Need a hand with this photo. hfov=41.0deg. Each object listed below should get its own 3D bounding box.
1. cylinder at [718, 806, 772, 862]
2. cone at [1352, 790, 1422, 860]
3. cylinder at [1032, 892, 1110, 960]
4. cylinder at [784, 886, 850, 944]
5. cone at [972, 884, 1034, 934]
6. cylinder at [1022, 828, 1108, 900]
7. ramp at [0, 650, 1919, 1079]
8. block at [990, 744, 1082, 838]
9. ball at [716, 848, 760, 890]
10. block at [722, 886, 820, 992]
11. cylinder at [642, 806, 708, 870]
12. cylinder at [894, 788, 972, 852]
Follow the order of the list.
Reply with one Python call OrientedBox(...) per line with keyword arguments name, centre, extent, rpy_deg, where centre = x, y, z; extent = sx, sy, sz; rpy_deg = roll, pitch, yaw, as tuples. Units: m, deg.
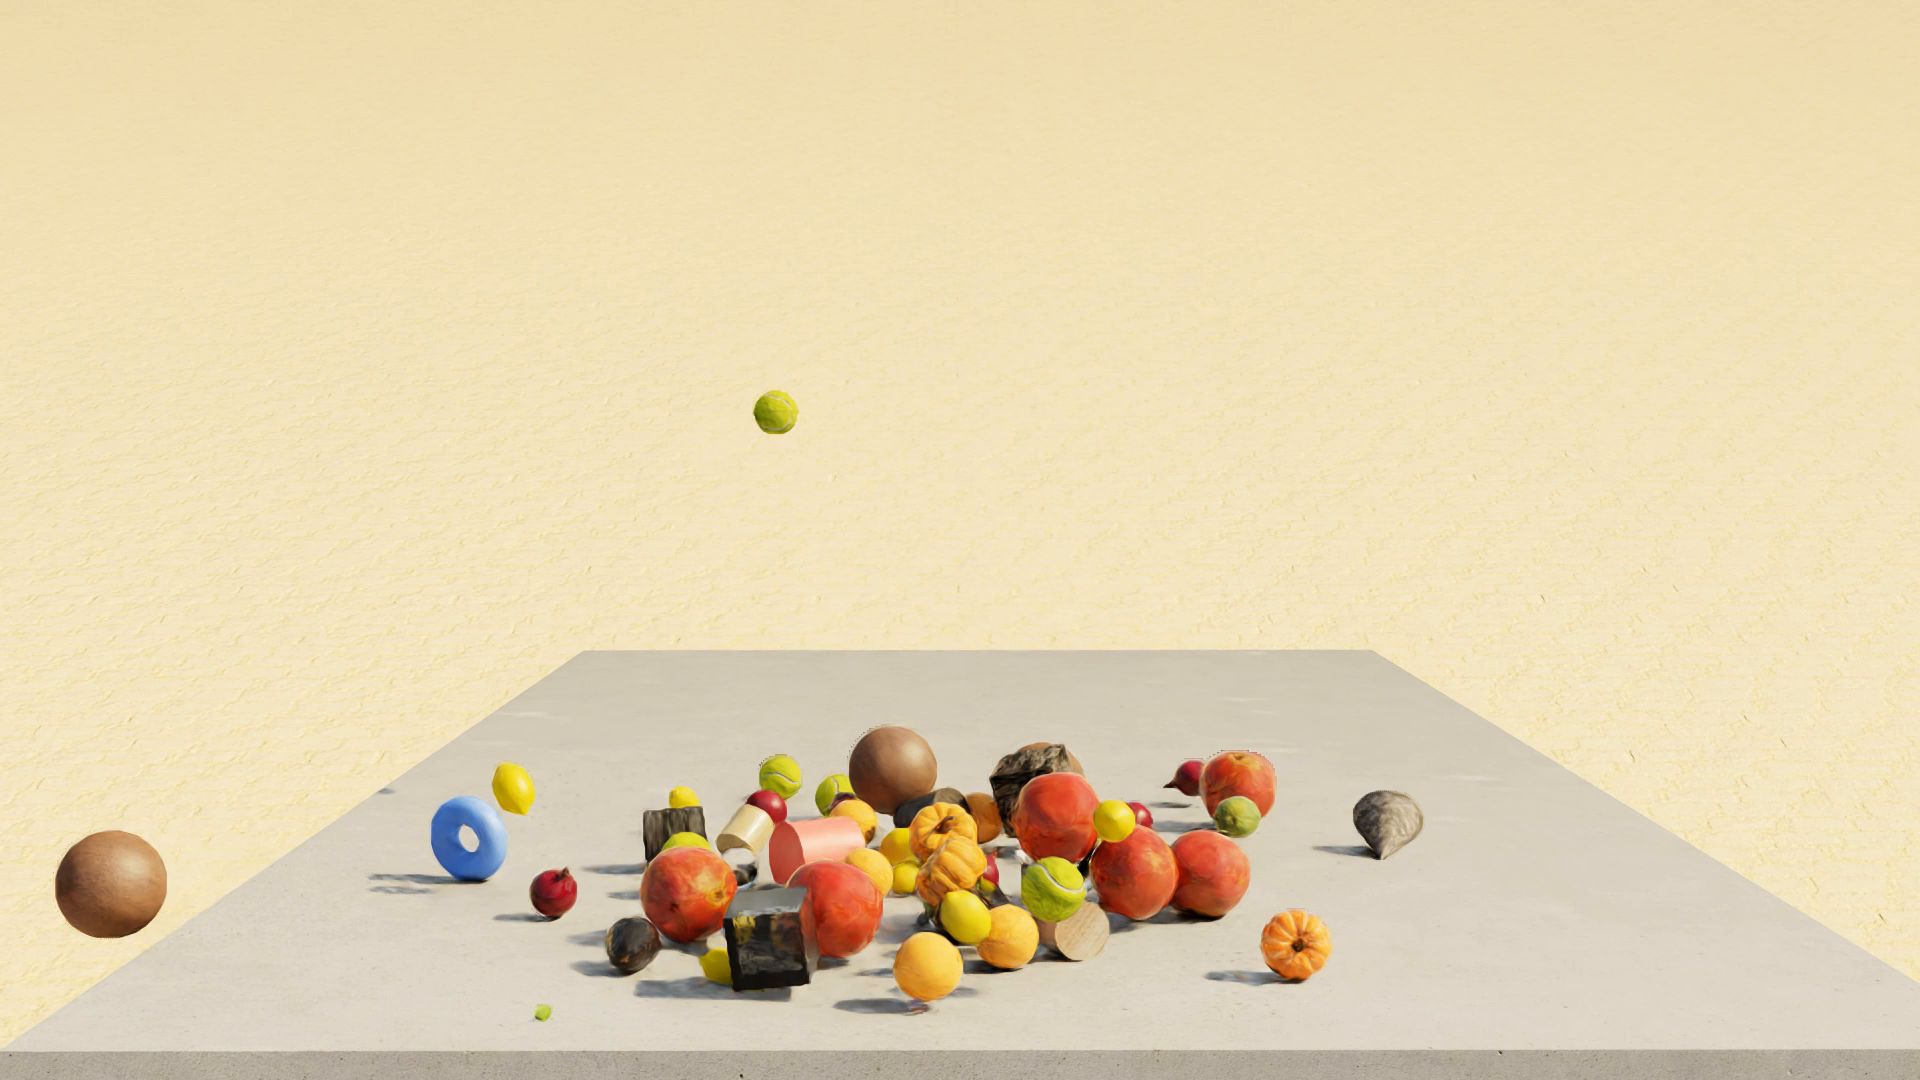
OrientedBox(name="cylinder", centre=(-0.290, 0.399, 3.475), extent=(0.059, 0.059, 0.059), rpy_deg=(6, 51, 15))
OrientedBox(name="cone", centre=(0.596, 0.420, 3.606), extent=(0.099, 0.099, 0.099), rpy_deg=(5, 31, 13))
OrientedBox(name="cylinder", centre=(0.127, 0.444, 2.961), extent=(0.068, 0.068, 0.068), rpy_deg=(-9, 6, -22))
OrientedBox(name="cylinder", centre=(-0.174, 0.442, 3.031), extent=(0.065, 0.065, 0.065), rpy_deg=(1, 20, 22))
OrientedBox(name="cone", centre=(0.059, 0.457, 3.084), extent=(0.066, 0.066, 0.066), rpy_deg=(27, 25, 4))
OrientedBox(name="cylinder", centre=(0.130, 0.412, 3.204), extent=(0.077, 0.077, 0.077), rpy_deg=(-36, 35, -22))
OrientedBox(name="ramp", centre=(0.049, 0.441, 4.532), extent=(2.000, 0.100, 4.000), rpy_deg=(0, 3, 0))
OrientedBox(name="block", centre=(0.107, 0.352, 3.606), extent=(0.092, 0.092, 0.092), rpy_deg=(-13, 11, 17))
OrientedBox(name="ball", centre=(-0.290, 0.429, 3.352), extent=(0.056, 0.056, 0.056), rpy_deg=(0, 21, 0))
OrientedBox(name="block", centre=(-0.202, 0.429, 2.767), extent=(0.082, 0.082, 0.082), rpy_deg=(-7, 11, 6))
OrientedBox(name="cylinder", centre=(-0.388, 0.405, 3.492), extent=(0.080, 0.080, 0.080), rpy_deg=(-5, 21, -10))
OrientedBox(name="cylinder", centre=(-0.038, 0.393, 3.609), extent=(0.077, 0.077, 0.077), rpy_deg=(-22, 3, 41))
